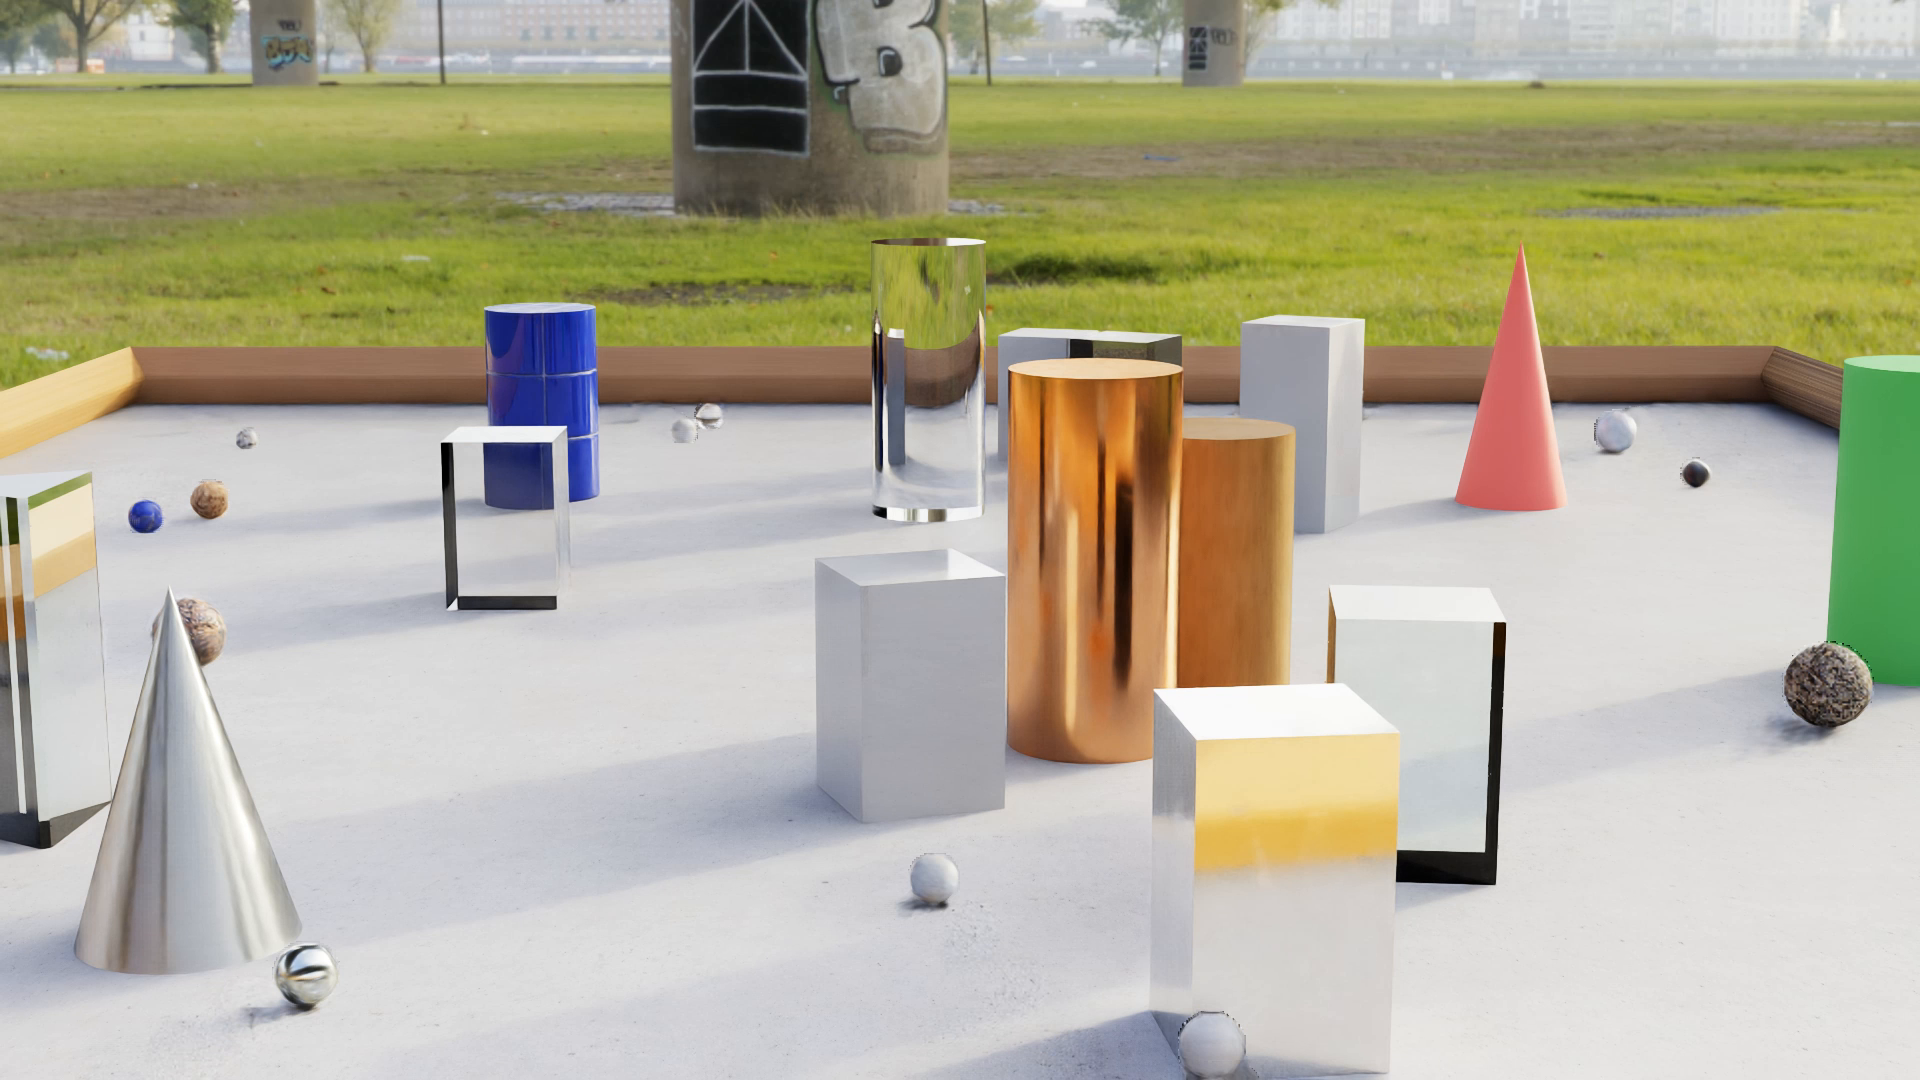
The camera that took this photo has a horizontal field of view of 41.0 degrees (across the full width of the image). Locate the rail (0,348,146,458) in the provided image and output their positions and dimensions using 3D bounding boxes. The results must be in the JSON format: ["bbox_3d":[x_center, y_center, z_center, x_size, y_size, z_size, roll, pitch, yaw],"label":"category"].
[{"bbox_3d":[-1.746,0.033,3.440,0.045,0.120,4.218,0,11,0],"label":"rail"}]

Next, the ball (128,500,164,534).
[{"bbox_3d":[-1.269,-0.036,3.996,0.053,0.053,0.053,0,11,0],"label":"ball"}]

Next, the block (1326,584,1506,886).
[{"bbox_3d":[0.413,0.176,2.352,0.148,0.241,0.148,1,11,5],"label":"block"}]

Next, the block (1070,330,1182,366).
[{"bbox_3d":[0.292,-0.235,4.529,0.148,0.248,0.148,6,12,29],"label":"block"}]

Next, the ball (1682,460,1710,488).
[{"bbox_3d":[1.273,-0.115,4.433,0.047,0.047,0.047,0,11,0],"label":"ball"}]

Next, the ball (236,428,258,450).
[{"bbox_3d":[-1.349,-0.190,4.851,0.041,0.041,0.041,0,11,0],"label":"ball"}]

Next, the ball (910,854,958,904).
[{"bbox_3d":[-0.022,0.297,2.245,0.042,0.042,0.042,0,11,0],"label":"ball"}]

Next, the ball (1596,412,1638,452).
[{"bbox_3d":[1.235,-0.203,4.825,0.075,0.075,0.075,0,11,0],"label":"ball"}]

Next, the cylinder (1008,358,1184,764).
[{"bbox_3d":[0.143,0.019,2.743,0.185,0.406,0.185,0,11,0],"label":"cylinder"}]

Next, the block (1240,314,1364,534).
[{"bbox_3d":[0.540,-0.186,4.067,0.148,0.322,0.148,6,12,29],"label":"block"}]

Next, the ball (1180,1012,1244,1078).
[{"bbox_3d":[0.179,0.359,1.823,0.046,0.046,0.046,0,11,0],"label":"ball"}]

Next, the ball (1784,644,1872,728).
[{"bbox_3d":[0.959,0.161,2.836,0.092,0.092,0.092,0,11,0],"label":"ball"}]

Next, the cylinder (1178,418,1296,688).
[{"bbox_3d":[0.298,0.020,3.010,0.185,0.305,0.185,0,11,0],"label":"cylinder"}]

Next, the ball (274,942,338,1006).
[{"bbox_3d":[-0.510,0.339,2.002,0.049,0.049,0.049,0,11,0],"label":"ball"}]

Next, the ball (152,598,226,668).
[{"bbox_3d":[-0.932,0.113,3.102,0.087,0.087,0.087,0,11,0],"label":"ball"}]

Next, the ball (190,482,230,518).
[{"bbox_3d":[-1.206,-0.064,4.125,0.060,0.060,0.060,0,11,0],"label":"ball"}]

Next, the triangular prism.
[{"bbox_3d":[-0.885,0.107,2.470,0.160,0.333,0.139,7,13,32],"label":"triangular prism"}]

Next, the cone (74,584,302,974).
[{"bbox_3d":[-0.649,0.185,2.133,0.185,0.302,0.185,0,11,0],"label":"cone"}]

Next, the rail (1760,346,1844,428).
[{"bbox_3d":[1.746,0.029,3.460,0.045,0.120,4.218,0,11,0],"label":"rail"}]

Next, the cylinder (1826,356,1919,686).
[{"bbox_3d":[1.147,-0.026,3.079,0.185,0.371,0.185,0,11,0],"label":"cylinder"}]

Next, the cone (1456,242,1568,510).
[{"bbox_3d":[0.922,-0.279,4.251,0.185,0.436,0.185,0,11,0],"label":"cone"}]

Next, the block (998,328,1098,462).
[{"bbox_3d":[0.164,-0.268,4.749,0.148,0.231,0.148,4,11,19],"label":"block"}]

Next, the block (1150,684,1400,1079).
[{"bbox_3d":[0.230,0.251,1.909,0.148,0.256,0.148,-1,11,-7],"label":"block"}]

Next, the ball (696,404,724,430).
[{"bbox_3d":[-0.498,-0.245,5.109,0.053,0.053,0.053,0,11,0],"label":"ball"}]

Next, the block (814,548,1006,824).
[{"bbox_3d":[-0.051,0.142,2.551,0.148,0.235,0.148,-4,11,-20],"label":"block"}]

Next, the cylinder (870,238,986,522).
[{"bbox_3d":[-0.051,-0.262,4.151,0.185,0.440,0.185,0,11,0],"label":"cylinder"}]

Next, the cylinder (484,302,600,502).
[{"bbox_3d":[-0.703,-0.233,4.324,0.185,0.318,0.185,0,11,0],"label":"cylinder"}]

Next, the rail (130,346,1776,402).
[{"bbox_3d":[-0.012,-0.353,5.499,3.540,0.120,0.045,0,11,0],"label":"rail"}]

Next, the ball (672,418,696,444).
[{"bbox_3d":[-0.531,-0.210,4.935,0.049,0.049,0.049,0,11,0],"label":"ball"}]

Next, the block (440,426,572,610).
[{"bbox_3d":[-0.616,-0.032,3.497,0.148,0.228,0.148,0,11,-1],"label":"block"}]
